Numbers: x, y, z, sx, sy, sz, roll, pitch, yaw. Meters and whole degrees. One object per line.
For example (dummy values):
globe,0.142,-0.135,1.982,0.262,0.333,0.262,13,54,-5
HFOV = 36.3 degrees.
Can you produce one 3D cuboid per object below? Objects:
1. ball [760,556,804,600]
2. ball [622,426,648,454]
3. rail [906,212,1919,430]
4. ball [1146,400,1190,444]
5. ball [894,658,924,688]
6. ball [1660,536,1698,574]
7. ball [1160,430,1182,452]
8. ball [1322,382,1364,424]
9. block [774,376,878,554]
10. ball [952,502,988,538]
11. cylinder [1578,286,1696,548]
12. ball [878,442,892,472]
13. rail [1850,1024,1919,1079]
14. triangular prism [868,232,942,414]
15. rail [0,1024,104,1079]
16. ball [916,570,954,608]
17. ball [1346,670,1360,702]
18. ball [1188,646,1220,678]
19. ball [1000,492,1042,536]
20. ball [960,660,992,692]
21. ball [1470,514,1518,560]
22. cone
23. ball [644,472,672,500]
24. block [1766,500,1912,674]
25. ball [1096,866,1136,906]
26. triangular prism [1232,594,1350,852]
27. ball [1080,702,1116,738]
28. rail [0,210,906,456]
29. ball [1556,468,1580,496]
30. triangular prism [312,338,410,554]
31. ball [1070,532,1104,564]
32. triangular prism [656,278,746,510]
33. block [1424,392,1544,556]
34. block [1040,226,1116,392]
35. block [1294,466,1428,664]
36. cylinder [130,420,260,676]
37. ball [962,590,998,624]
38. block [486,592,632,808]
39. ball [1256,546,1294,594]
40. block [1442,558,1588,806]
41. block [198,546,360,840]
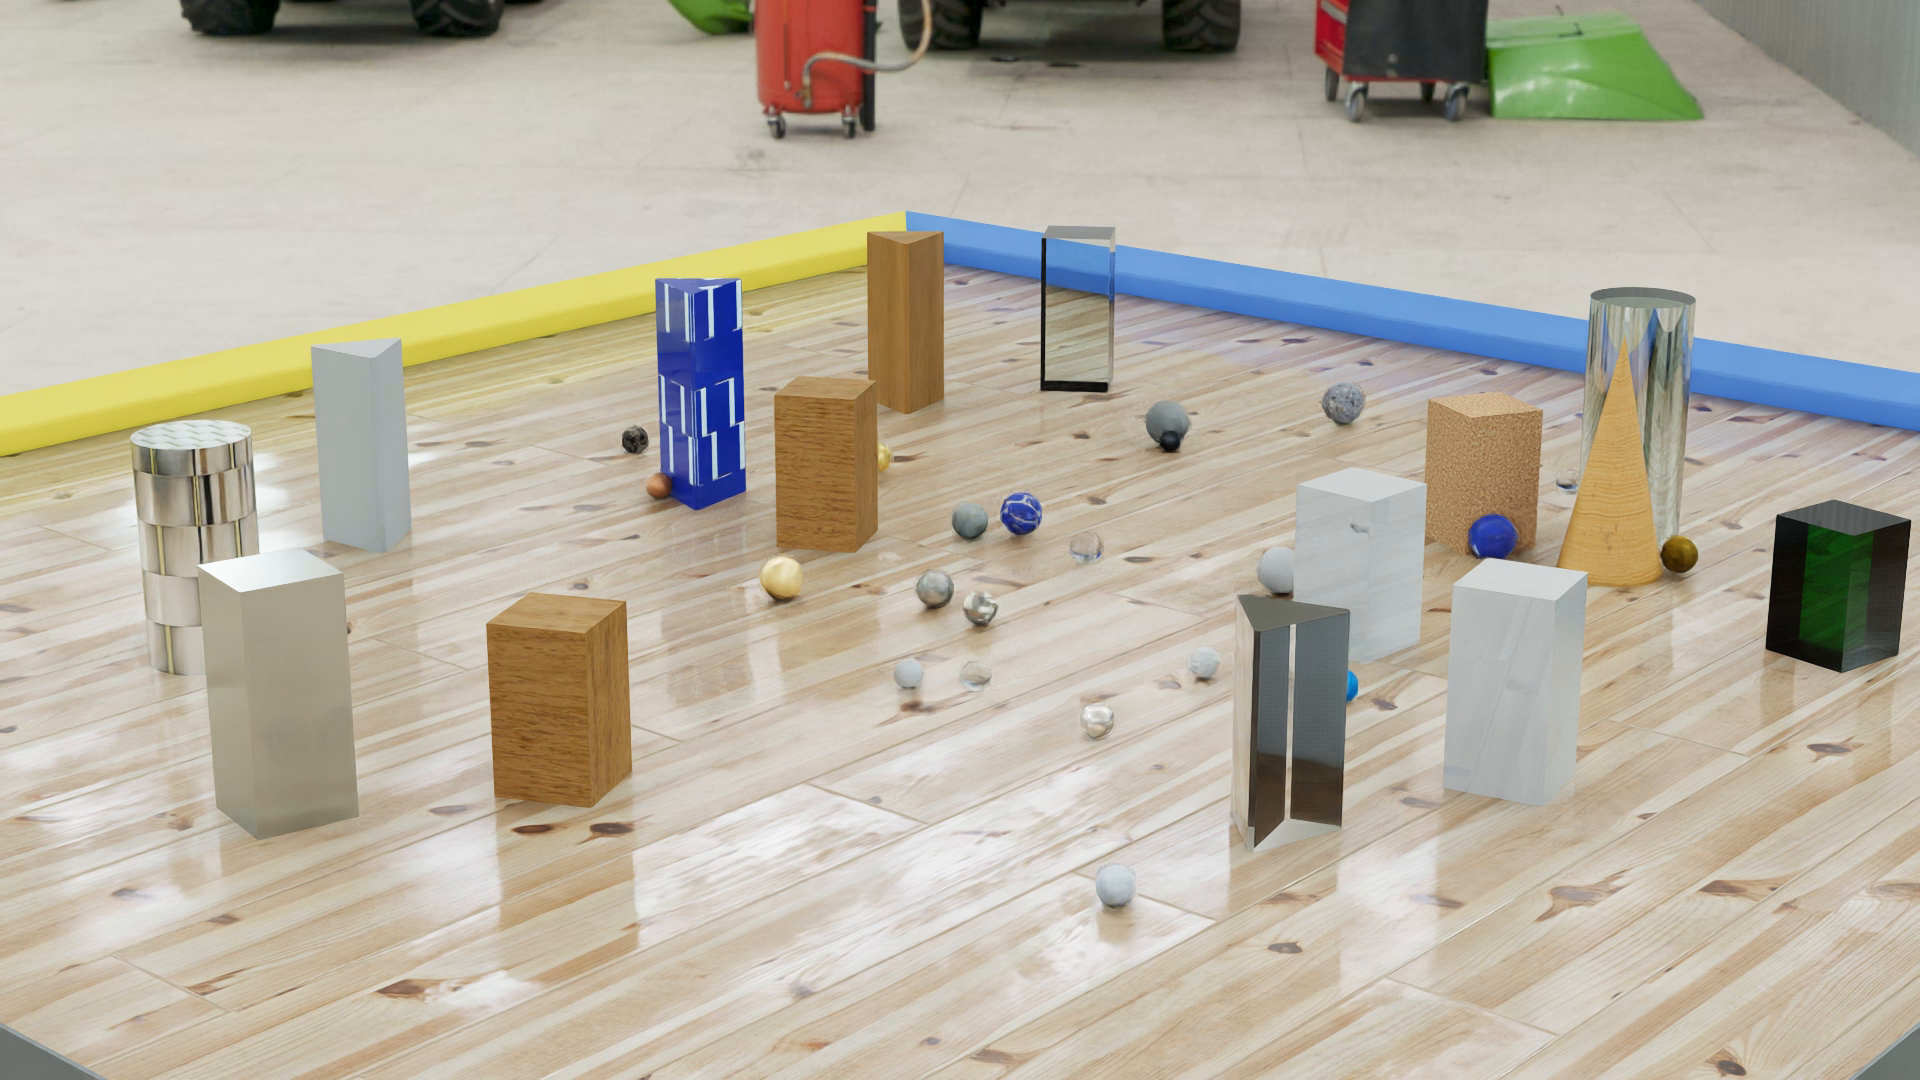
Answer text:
ball,-0.308,0.066,5.086,0.077,0.077,0.077,0,17,0
ball,-0.668,-0.206,6.021,0.057,0.057,0.057,0,17,0
rail,1.404,-0.437,6.669,4.154,0.122,0.045,14,22,39
ball,0.430,-0.244,6.085,0.092,0.092,0.092,0,17,0
ball,-0.081,0.212,4.656,0.046,0.046,0.046,0,17,0
ball,1.281,0.026,5.224,0.065,0.065,0.065,0,17,0
ball,0.432,-0.203,6.030,0.046,0.046,0.046,0,17,0
ball,0.817,-0.292,6.252,0.088,0.088,0.088,0,17,0
block,-0.245,-0.141,5.404,0.151,0.288,0.151,4,17,14
ball,0.019,-0.036,5.441,0.068,0.068,0.068,0,17,0
cylinder,1.244,-0.226,5.406,0.188,0.451,0.188,0,17,0
ball,-0.168,-0.166,5.876,0.063,0.063,0.063,0,17,0
rail,1.551,0.420,3.832,0.045,0.122,4.331,14,22,39
triangular prism,-0.097,-0.481,6.383,0.141,0.373,0.163,-10,20,-30
rail,-1.404,0.499,3.573,4.154,0.122,0.045,14,22,39
ball,-0.043,0.085,5.044,0.065,0.065,0.065,0,17,0
ball,0.597,0.229,4.588,0.054,0.054,0.054,0,17,0
ball,0.392,0.196,4.700,0.052,0.052,0.052,0,17,0
ball,0.114,-0.049,5.446,0.080,0.080,0.080,0,17,0
ball,0.025,0.215,4.638,0.050,0.050,0.050,0,17,0
ball,0.965,-0.005,5.305,0.086,0.086,0.086,0,17,0
cone,1.162,-0.152,5.187,0.188,0.435,0.188,0,17,0
ball,-0.585,-0.106,5.695,0.053,0.053,0.053,0,17,0
block,1.435,0.074,4.794,0.151,0.231,0.151,-12,21,-35
ball,0.204,0.453,3.844,0.054,0.054,0.054,0,17,0
triangular prism,0.427,0.245,4.073,0.163,0.320,0.141,-11,20,-32
ball,0.208,0.273,4.439,0.054,0.054,0.054,0,17,0
rail,-1.551,-0.359,6.409,0.045,0.122,4.331,14,22,39
ball,1.190,-0.114,5.721,0.053,0.053,0.053,0,17,0
triangular prism,-1.075,-0.181,5.405,0.163,0.366,0.141,12,21,35
ball,0.227,0.015,5.283,0.061,0.061,0.061,0,17,0
triangular prism,-0.524,-0.290,5.668,0.141,0.423,0.163,10,19,29
block,0.961,-0.124,5.401,0.151,0.259,0.151,-7,18,-21
block,0.264,-0.517,6.550,0.151,0.345,0.151,2,17,7
block,0.657,0.040,4.831,0.151,0.274,0.151,16,23,42
cylinder,-1.232,0.011,4.750,0.188,0.377,0.188,0,17,0
ball,0.034,0.114,4.958,0.059,0.059,0.059,0,17,0
block,-0.576,0.229,4.226,0.151,0.263,0.151,5,17,16
ball,0.560,0.052,5.120,0.083,0.083,0.083,0,17,0
block,0.801,0.203,4.233,0.151,0.309,0.151,9,19,27
block,-0.954,0.213,4.108,0.151,0.361,0.151,-12,20,-34
